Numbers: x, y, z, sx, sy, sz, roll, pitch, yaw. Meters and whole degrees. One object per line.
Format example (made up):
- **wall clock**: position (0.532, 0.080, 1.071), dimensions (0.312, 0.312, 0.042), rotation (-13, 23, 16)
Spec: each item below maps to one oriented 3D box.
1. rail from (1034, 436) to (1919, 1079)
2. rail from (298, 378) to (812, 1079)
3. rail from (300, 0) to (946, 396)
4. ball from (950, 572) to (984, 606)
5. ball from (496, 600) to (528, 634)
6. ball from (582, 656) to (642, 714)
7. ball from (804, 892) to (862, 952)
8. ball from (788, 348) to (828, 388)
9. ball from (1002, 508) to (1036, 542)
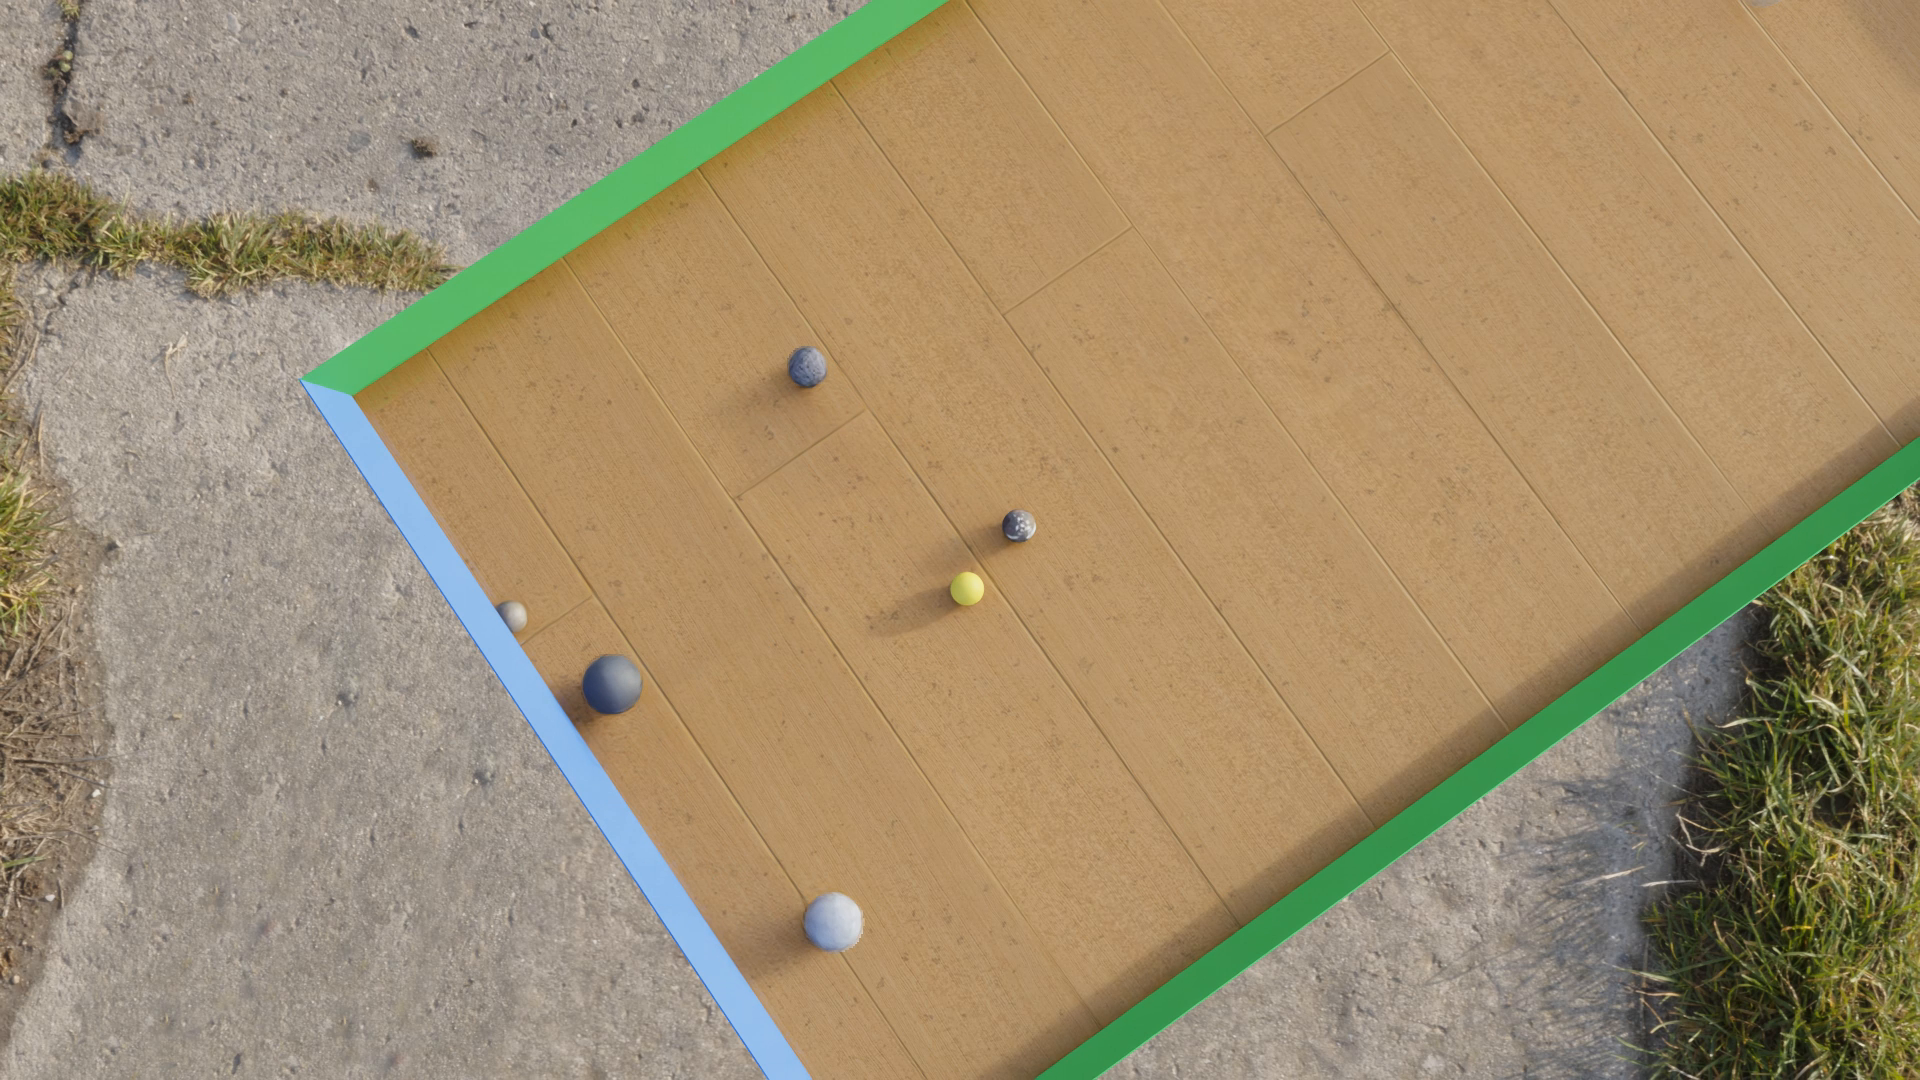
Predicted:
- **rail**: position (0.963, 0.198, 3.225), dimensions (2.675, 0.114, 0.045), rotation (-35, 82, -6)
- **rail**: position (-0.527, 0.361, 3.196), dimensions (0.045, 0.114, 1.493), rotation (-35, 82, -6)
- **rail**: position (0.131, -0.966, 3.429), dimensions (2.675, 0.114, 0.045), rotation (-35, 82, -6)
- **ball**: position (0.011, 0.073, 3.280), dimensions (0.051, 0.051, 0.051), rotation (0, 80, 0)
- **ball**: position (-0.669, 0.114, 3.273), dimensions (0.051, 0.051, 0.051), rotation (0, 80, 0)
- **ball**: position (-0.512, 0.213, 3.236), dimensions (0.088, 0.088, 0.088), rotation (0, 80, 0)
- **ball**: position (-0.183, 0.552, 3.179), dimensions (0.084, 0.084, 0.084), rotation (0, 80, 0)
- **ball**: position (-0.230, -0.261, 3.334), dimensions (0.060, 0.060, 0.060), rotation (0, 80, 0)
- **ball**: position (0.089, -0.021, 3.296), dimensions (0.051, 0.051, 0.051), rotation (0, 80, 0)
